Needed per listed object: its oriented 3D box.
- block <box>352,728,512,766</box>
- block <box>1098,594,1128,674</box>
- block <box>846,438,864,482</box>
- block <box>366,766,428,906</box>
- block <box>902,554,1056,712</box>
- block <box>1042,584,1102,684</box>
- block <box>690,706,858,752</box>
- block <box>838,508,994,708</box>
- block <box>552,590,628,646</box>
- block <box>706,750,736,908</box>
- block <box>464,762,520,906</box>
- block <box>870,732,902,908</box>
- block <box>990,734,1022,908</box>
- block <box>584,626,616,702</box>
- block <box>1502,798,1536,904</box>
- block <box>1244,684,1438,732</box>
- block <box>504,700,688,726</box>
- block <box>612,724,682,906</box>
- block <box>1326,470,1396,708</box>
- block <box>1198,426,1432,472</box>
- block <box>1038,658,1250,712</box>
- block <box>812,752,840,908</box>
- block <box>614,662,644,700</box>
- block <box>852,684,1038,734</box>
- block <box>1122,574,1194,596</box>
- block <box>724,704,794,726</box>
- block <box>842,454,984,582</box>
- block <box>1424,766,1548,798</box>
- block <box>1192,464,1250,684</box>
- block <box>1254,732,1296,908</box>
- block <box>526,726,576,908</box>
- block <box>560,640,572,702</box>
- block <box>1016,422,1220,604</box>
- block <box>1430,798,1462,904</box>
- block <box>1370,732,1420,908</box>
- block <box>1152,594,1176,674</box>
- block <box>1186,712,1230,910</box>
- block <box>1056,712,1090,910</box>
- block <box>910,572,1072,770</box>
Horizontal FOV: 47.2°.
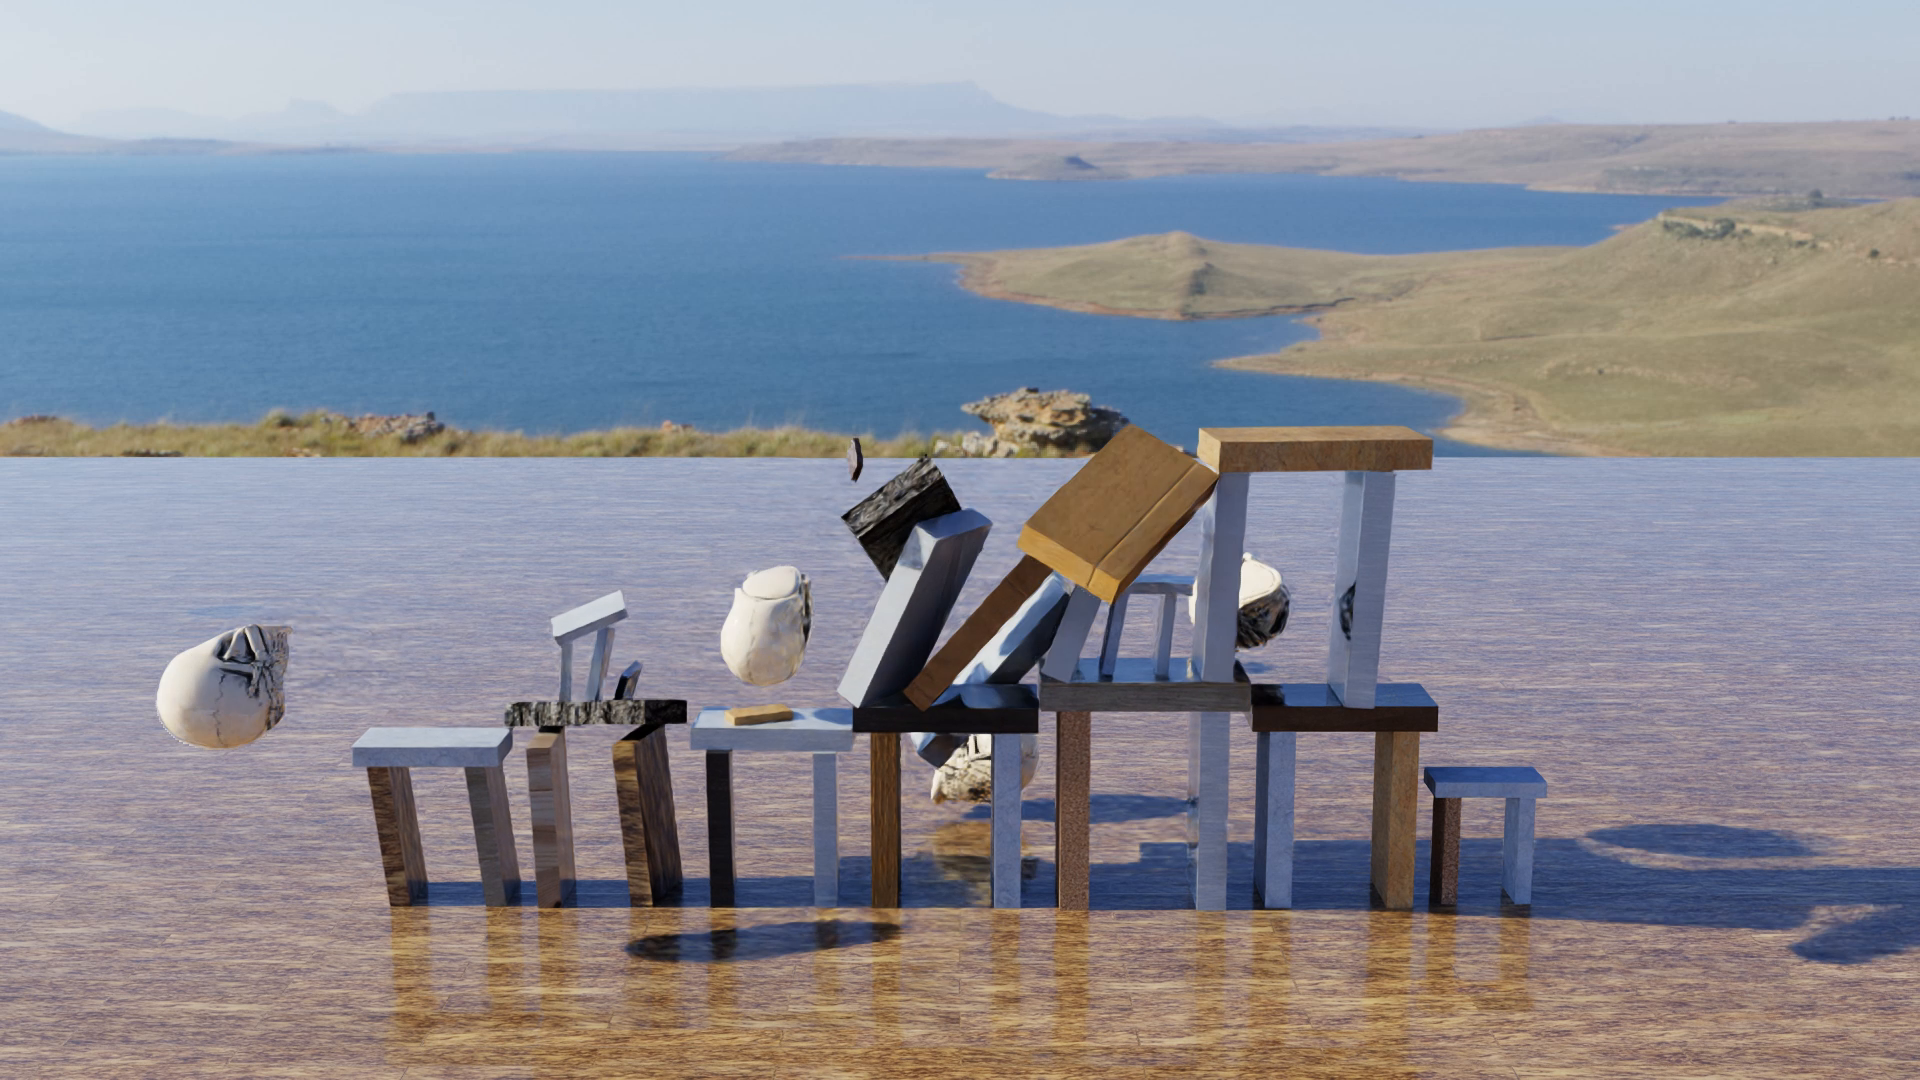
[{"bbox_3d":[-0.866,0.340,3.619,0.236,0.033,0.118,0,11,0],"label":"block"},{"bbox_3d":[0.251,0.146,3.589,0.019,0.134,0.067,10,10,-2],"label":"block"},{"bbox_3d":[-0.242,-0.186,5.080,0.014,0.051,0.102,11,34,-19],"label":"block"},{"bbox_3d":[-0.931,0.474,3.643,0.033,0.236,0.118,-6,10,1],"label":"block"},{"bbox_3d":[0.065,0.108,3.500,0.048,0.378,0.168,43,27,3],"label":"block"},{"bbox_3d":[0.222,0.052,3.558,0.048,0.336,0.168,22,13,4],"label":"block"},{"bbox_3d":[-0.304,0.312,3.630,0.262,0.037,0.131,1,11,2],"label":"block"},{"bbox_3d":[-0.072,0.108,3.533,0.047,0.329,0.165,36,27,22],"label":"block"},{"bbox_3d":[-0.618,0.130,3.671,0.126,0.018,0.063,-23,32,-3],"label":"block"},{"bbox_3d":[-0.395,0.462,3.641,0.037,0.262,0.131,-1,11,-4],"label":"block"},{"bbox_3d":[-0.773,0.474,3.643,0.033,0.236,0.118,-6,10,1],"label":"block"},{"bbox_3d":[-0.122,0.442,3.642,0.042,0.299,0.149,0,12,1],"label":"block"},{"bbox_3d":[0.075,0.442,3.641,0.042,0.299,0.149,0,11,-2],"label":"block"},{"bbox_3d":[-0.603,0.208,3.687,0.018,0.126,0.063,10,-4,2],"label":"block"},{"bbox_3d":[0.927,0.501,3.648,0.026,0.182,0.091,0,11,0],"label":"block"},{"bbox_3d":[0.621,0.275,3.615,0.299,0.042,0.149,0,11,0],"label":"block"},{"bbox_3d":[-0.608,0.290,3.672,0.271,0.038,0.135,-3,-5,23],"label":"block"},{"bbox_3d":[-0.518,0.454,3.651,0.038,0.271,0.135,-3,9,15],"label":"block"},{"bbox_3d":[0.650,0.066,3.571,0.048,0.382,0.170,3,11,-1],"label":"block"},{"bbox_3d":[0.567,-0.147,3.534,0.340,0.048,0.170,-1,11,-5],"label":"block"},{"bbox_3d":[0.298,0.236,3.604,0.336,0.048,0.168,0,11,0],"label":"block"},{"bbox_3d":[-0.221,0.462,3.643,0.037,0.262,0.131,0,11,-1],"label":"block"},{"bbox_3d":[-0.572,0.260,3.758,0.014,0.102,0.051,28,32,9],"label":"block"},{"bbox_3d":[-0.022,0.275,3.605,0.299,0.042,0.149,0,11,1],"label":"block"},{"bbox_3d":[0.313,0.072,3.566,0.134,0.019,0.067,1,11,7],"label":"block"},{"bbox_3d":[-0.331,0.287,3.620,0.102,0.014,0.051,-5,12,-25],"label":"block"},{"bbox_3d":[-0.072,-0.010,3.558,0.165,0.047,0.329,-37,-24,-3],"label":"block"},{"bbox_3d":[0.866,0.399,3.629,0.182,0.026,0.091,0,11,0],"label":"block"},{"bbox_3d":[0.421,0.045,3.566,0.048,0.340,0.170,3,11,0],"label":"block"},{"bbox_3d":[0.521,0.442,3.646,0.042,0.299,0.149,0,11,0],"label":"block"},{"bbox_3d":[-0.676,0.457,3.641,0.038,0.271,0.135,-2,10,0],"label":"block"},{"bbox_3d":[-0.668,0.206,3.730,0.018,0.126,0.063,1,12,-11],"label":"block"},{"bbox_3d":[0.245,-0.046,3.352,0.168,0.048,0.336,32,43,15],"label":"block"},{"bbox_3d":[0.805,0.501,3.648,0.026,0.182,0.091,0,11,0],"label":"block"},{"bbox_3d":[0.720,0.442,3.646,0.042,0.299,0.149,0,11,0],"label":"block"},{"bbox_3d":[0.334,0.146,3.589,0.019,0.134,0.067,5,11,-1],"label":"block"},{"bbox_3d":[0.410,0.425,3.640,0.048,0.336,0.168,0,11,0],"label":"block"},{"bbox_3d":[0.186,0.425,3.640,0.048,0.336,0.168,0,11,0],"label":"block"},{"bbox_3d":[0.055,0.214,3.773,0.047,0.372,0.165,40,7,-20],"label":"block"}]
